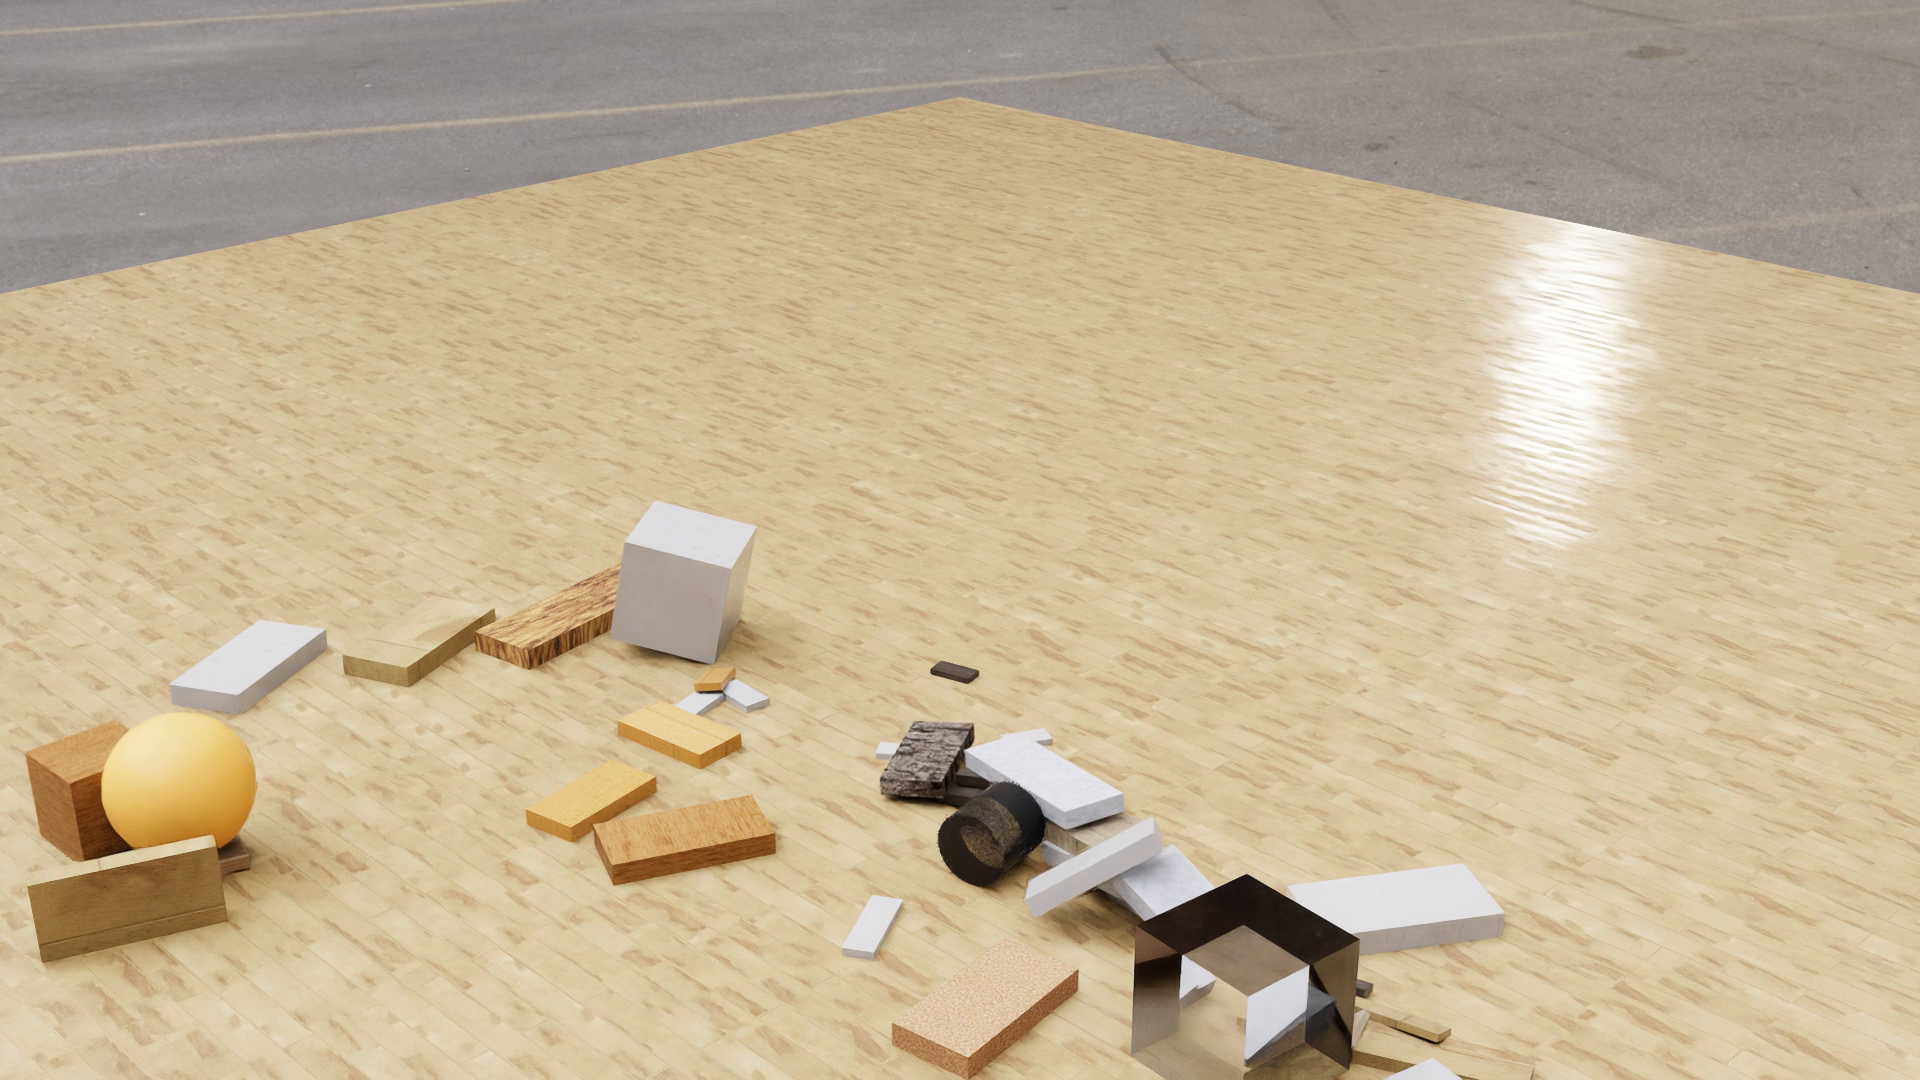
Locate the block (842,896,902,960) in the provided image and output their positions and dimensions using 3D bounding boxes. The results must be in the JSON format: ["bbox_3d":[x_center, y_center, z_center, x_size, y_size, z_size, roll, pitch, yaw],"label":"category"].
[{"bbox_3d":[-0.160,0.714,4.056,0.060,0.017,0.183,6,24,14],"label":"block"}]

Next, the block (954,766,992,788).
[{"bbox_3d":[0.077,0.482,4.488,0.156,0.022,0.078,3,19,29],"label":"block"}]

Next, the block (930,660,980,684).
[{"bbox_3d":[-0.012,0.302,5.030,0.101,0.014,0.050,13,26,28],"label":"block"}]

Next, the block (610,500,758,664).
[{"bbox_3d":[-0.646,0.098,5.150,0.252,0.252,0.252,14,24,3],"label":"block"}]

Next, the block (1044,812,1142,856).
[{"bbox_3d":[0.248,0.557,4.264,0.140,0.040,0.280,-13,15,-25],"label":"block"}]

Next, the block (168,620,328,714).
[{"bbox_3d":[-1.619,0.287,5.020,0.176,0.050,0.353,7,24,16],"label":"block"}]

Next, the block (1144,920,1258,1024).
[{"bbox_3d":[0.422,0.753,3.845,0.187,0.027,0.094,-34,57,-25],"label":"block"}]

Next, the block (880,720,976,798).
[{"bbox_3d":[-0.066,0.455,4.586,0.132,0.037,0.265,1,22,15],"label":"block"}]

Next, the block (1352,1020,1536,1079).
[{"bbox_3d":[0.808,0.870,3.676,0.287,0.027,0.094,9,25,21],"label":"block"}]

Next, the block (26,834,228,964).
[{"bbox_3d":[-1.517,0.653,4.013,0.324,0.162,0.046,-10,25,-23],"label":"block"}]

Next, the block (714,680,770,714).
[{"bbox_3d":[-0.488,0.349,4.916,0.062,0.018,0.124,-19,29,-37],"label":"block"}]

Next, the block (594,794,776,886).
[{"bbox_3d":[-0.541,0.587,4.318,0.324,0.046,0.162,-9,25,-20],"label":"block"}]

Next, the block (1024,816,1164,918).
[{"bbox_3d":[0.247,0.600,4.043,0.265,0.037,0.132,-29,3,7],"label":"block"}]

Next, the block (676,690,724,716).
[{"bbox_3d":[-0.585,0.367,4.874,0.062,0.018,0.124,12,26,26],"label":"block"}]

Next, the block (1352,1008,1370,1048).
[{"bbox_3d":[0.660,0.837,3.734,0.050,0.014,0.099,-35,2,33],"label":"block"}]

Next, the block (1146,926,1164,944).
[{"bbox_3d":[0.402,0.704,4.056,0.063,0.018,0.126,32,35,22],"label":"block"}]

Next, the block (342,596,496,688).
[{"bbox_3d":[-1.261,0.234,5.145,0.176,0.050,0.353,9,25,21],"label":"block"}]

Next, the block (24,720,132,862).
[{"bbox_3d":[-1.699,0.499,4.344,0.186,0.186,0.186,20,30,39],"label":"block"}]

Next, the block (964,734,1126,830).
[{"bbox_3d":[0.163,0.476,4.371,0.132,0.037,0.406,-14,18,-25],"label":"block"}]

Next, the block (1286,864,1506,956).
[{"bbox_3d":[0.804,0.687,4.076,0.356,0.050,0.178,-5,24,-12],"label":"block"}]

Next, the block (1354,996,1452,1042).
[{"bbox_3d":[0.710,0.811,3.787,0.275,0.014,0.050,12,10,38],"label":"block"}]

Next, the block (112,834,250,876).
[{"bbox_3d":[-1.512,0.624,4.245,0.249,0.035,0.125,-13,26,-27],"label":"block"}]

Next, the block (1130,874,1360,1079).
[{"bbox_3d":[0.469,0.759,3.642,0.258,0.258,0.258,-17,28,-35],"label":"block"}]

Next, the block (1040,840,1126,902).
[{"bbox_3d":[0.290,0.611,4.190,0.140,0.040,0.280,-14,15,-29],"label":"block"}]

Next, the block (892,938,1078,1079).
[{"bbox_3d":[0.047,0.806,3.803,0.162,0.046,0.324,16,28,34],"label":"block"}]

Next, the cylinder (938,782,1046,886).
[{"bbox_3d":[0.061,0.565,4.235,0.150,0.150,0.150,15,27,31],"label":"cylinder"}]

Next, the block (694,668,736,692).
[{"bbox_3d":[-0.552,0.314,4.960,0.062,0.018,0.124,-4,12,10],"label":"block"}]

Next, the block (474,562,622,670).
[{"bbox_3d":[-0.918,0.178,5.278,0.176,0.050,0.495,16,28,32],"label":"block"}]

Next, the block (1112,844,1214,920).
[{"bbox_3d":[0.420,0.682,3.972,0.140,0.040,0.280,-20,51,-34],"label":"block"}]

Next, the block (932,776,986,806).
[{"bbox_3d":[0.026,0.514,4.486,0.156,0.022,0.078,5,24,33],"label":"block"}]

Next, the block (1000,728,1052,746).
[{"bbox_3d":[0.143,0.429,4.730,0.101,0.014,0.050,-7,24,-17],"label":"block"}]

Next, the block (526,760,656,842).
[{"bbox_3d":[-0.747,0.529,4.469,0.125,0.035,0.249,15,27,32],"label":"block"}]

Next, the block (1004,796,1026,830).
[{"bbox_3d":[0.131,0.537,4.467,0.078,0.022,0.156,-4,23,-8],"label":"block"}]

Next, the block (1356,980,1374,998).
[{"bbox_3d":[0.675,0.781,3.882,0.099,0.014,0.049,13,7,27],"label":"block"}]

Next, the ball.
[{"bbox_3d":[-1.490,0.470,4.202,0.282,0.282,0.282,0,23,0],"label":"ball"}]

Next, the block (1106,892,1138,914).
[{"bbox_3d":[0.343,0.679,4.138,0.063,0.018,0.126,-18,29,-36],"label":"block"}]

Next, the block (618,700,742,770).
[{"bbox_3d":[-0.604,0.417,4.732,0.249,0.035,0.125,17,28,35],"label":"block"}]

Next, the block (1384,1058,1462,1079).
[{"bbox_3d":[0.862,0.994,3.355,0.178,0.050,0.599,-14,27,-29],"label":"block"}]

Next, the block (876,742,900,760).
[{"bbox_3d":[-0.126,0.452,4.678,0.101,0.014,0.050,4,23,10],"label":"block"}]
